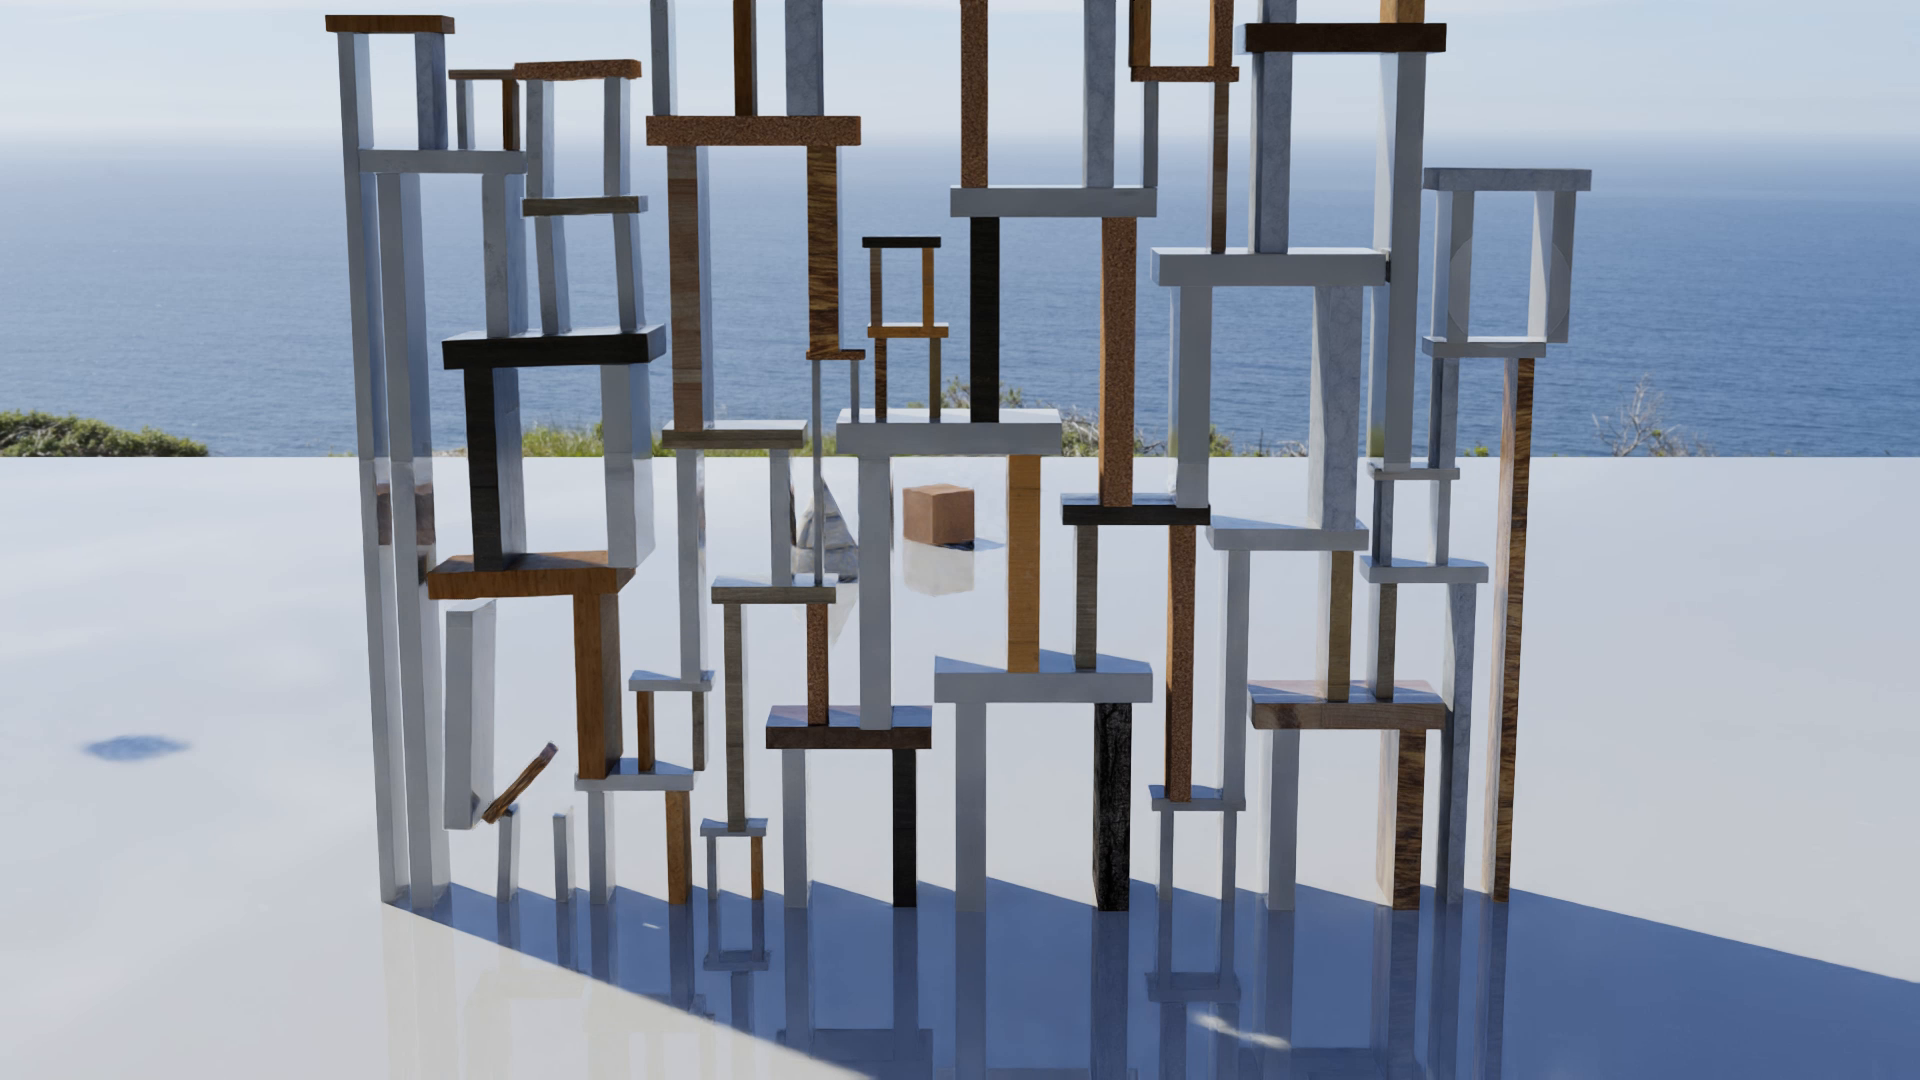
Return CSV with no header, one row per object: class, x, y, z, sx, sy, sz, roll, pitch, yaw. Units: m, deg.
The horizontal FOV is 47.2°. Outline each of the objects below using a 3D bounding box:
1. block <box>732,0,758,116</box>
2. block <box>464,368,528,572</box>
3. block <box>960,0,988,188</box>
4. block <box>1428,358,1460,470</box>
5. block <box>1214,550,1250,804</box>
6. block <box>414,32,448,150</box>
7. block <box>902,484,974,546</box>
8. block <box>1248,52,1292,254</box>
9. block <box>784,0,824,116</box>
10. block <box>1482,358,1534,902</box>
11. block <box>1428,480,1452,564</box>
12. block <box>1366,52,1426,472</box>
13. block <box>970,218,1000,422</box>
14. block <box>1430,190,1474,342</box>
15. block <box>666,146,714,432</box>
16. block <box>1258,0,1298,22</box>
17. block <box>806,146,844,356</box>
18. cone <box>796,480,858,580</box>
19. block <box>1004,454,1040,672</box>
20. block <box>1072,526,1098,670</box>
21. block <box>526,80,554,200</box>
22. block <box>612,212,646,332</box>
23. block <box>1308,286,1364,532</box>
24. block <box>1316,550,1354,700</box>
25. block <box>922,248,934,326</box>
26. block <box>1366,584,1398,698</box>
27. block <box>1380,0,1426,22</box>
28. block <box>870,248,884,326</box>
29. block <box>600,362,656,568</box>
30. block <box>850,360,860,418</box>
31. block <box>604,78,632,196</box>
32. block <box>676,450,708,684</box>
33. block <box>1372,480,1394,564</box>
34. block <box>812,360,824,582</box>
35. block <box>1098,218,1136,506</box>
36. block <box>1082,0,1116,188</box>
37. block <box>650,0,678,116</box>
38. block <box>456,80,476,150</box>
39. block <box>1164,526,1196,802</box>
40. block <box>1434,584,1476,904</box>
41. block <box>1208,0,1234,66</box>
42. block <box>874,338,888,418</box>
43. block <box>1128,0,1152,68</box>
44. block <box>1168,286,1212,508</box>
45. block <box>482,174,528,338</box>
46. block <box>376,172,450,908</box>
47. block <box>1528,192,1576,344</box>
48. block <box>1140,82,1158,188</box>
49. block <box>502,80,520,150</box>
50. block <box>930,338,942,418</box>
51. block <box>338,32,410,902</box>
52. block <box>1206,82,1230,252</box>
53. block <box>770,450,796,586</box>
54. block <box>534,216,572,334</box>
block,-0.334,-0.756,3.420,0.027,0.190,0.095,0,11,0
block,-0.745,-0.123,3.535,0.046,0.322,0.161,0,11,3
block,0.022,-0.698,3.426,0.041,0.291,0.145,0,11,0
block,0.774,-0.208,3.523,0.025,0.177,0.089,0,11,0
block,0.445,0.211,3.597,0.035,0.418,0.123,0,11,0
block,-0.825,-0.700,3.433,0.025,0.178,0.089,1,11,1
block,-0.066,-0.080,6.842,0.159,0.159,0.159,-8,13,-36
block,0.486,-0.607,3.448,0.043,0.304,0.152,0,11,0
block,-0.242,-0.937,3.385,0.048,0.559,0.168,0,11,0
block,0.893,0.147,3.590,0.025,0.900,0.089,0,11,0
block,0.775,-0.035,3.557,0.019,0.137,0.068,0,11,0
block,0.689,-0.439,3.480,0.043,0.647,0.152,0,11,0
block,0.039,-0.355,3.494,0.045,0.318,0.159,0,11,0
block,0.778,-0.435,3.475,0.033,0.235,0.117,0,11,0
block,-0.426,-0.401,3.483,0.046,0.440,0.161,0,11,0
block,0.490,-0.940,3.378,0.041,0.291,0.145,0,11,0
block,-0.212,-0.460,3.472,0.046,0.321,0.161,0,11,0
cone,-0.397,-0.049,6.316,0.280,0.280,0.280,1,12,0
block,0.101,0.023,3.567,0.050,0.353,0.176,0,11,0
block,0.203,0.081,3.575,0.033,0.235,0.117,0,11,0
block,-0.657,-0.626,3.443,0.026,0.181,0.090,2,10,1
block,-0.522,-0.425,3.473,0.026,0.182,0.091,-2,9,1
block,0.598,-0.218,3.515,0.049,0.386,0.174,0,11,0
block,0.609,0.126,3.582,0.035,0.247,0.123,0,11,0
block,-0.050,-0.402,3.483,0.017,0.122,0.061,0,11,0
block,0.687,0.154,3.586,0.027,0.191,0.095,0,10,0
block,0.684,-0.940,3.377,0.041,0.291,0.145,0,11,0
block,-0.132,-0.402,3.483,0.017,0.122,0.061,0,11,0
block,-0.531,-0.129,3.523,0.046,0.322,0.161,0,11,3
block,-0.167,-0.244,3.512,0.013,0.092,0.046,0,11,0
block,-0.536,-0.630,3.439,0.026,0.181,0.090,2,10,2
block,-0.434,0.034,3.566,0.031,0.382,0.111,0,11,0
block,0.684,-0.035,3.558,0.019,0.137,0.068,0,11,0
block,-0.228,-0.112,3.536,0.013,0.360,0.046,0,11,0
block,0.250,-0.289,3.507,0.045,0.452,0.159,0,11,0
block,0.216,-0.698,3.426,0.041,0.291,0.145,0,11,0
block,-0.460,-0.756,3.420,0.027,0.190,0.095,0,11,0
block,-0.772,-0.664,3.436,0.015,0.107,0.054,0,11,1
block,0.359,0.191,3.595,0.033,0.458,0.117,0,11,0
block,0.814,0.325,3.618,0.027,0.539,0.095,0,11,0
block,0.405,-0.830,3.406,0.027,0.190,0.095,0,11,0
block,-0.125,-0.262,3.513,0.018,0.128,0.064,0,11,0
block,0.279,-0.830,3.406,0.027,0.190,0.095,0,11,0
block,0.366,-0.237,3.512,0.049,0.348,0.174,0,11,0
block,-0.717,-0.451,3.470,0.036,0.251,0.126,1,11,3
block,-0.881,0.007,3.557,0.036,1.187,0.126,0,11,0
block,0.935,-0.434,3.476,0.033,0.235,0.117,0,11,0
block,0.296,-0.635,3.441,0.023,0.161,0.081,0,11,1
block,-0.701,-0.663,3.434,0.015,0.107,0.054,1,11,1
block,-0.040,-0.262,3.514,0.018,0.128,0.064,0,11,0
block,-0.943,-0.100,3.546,0.025,1.401,0.089,0,11,0
block,0.404,-0.585,3.448,0.023,0.261,0.081,0,11,0
block,-0.286,-0.045,3.551,0.031,0.222,0.111,0,11,0
block,-0.643,-0.421,3.477,0.026,0.182,0.091,-2,9,3
